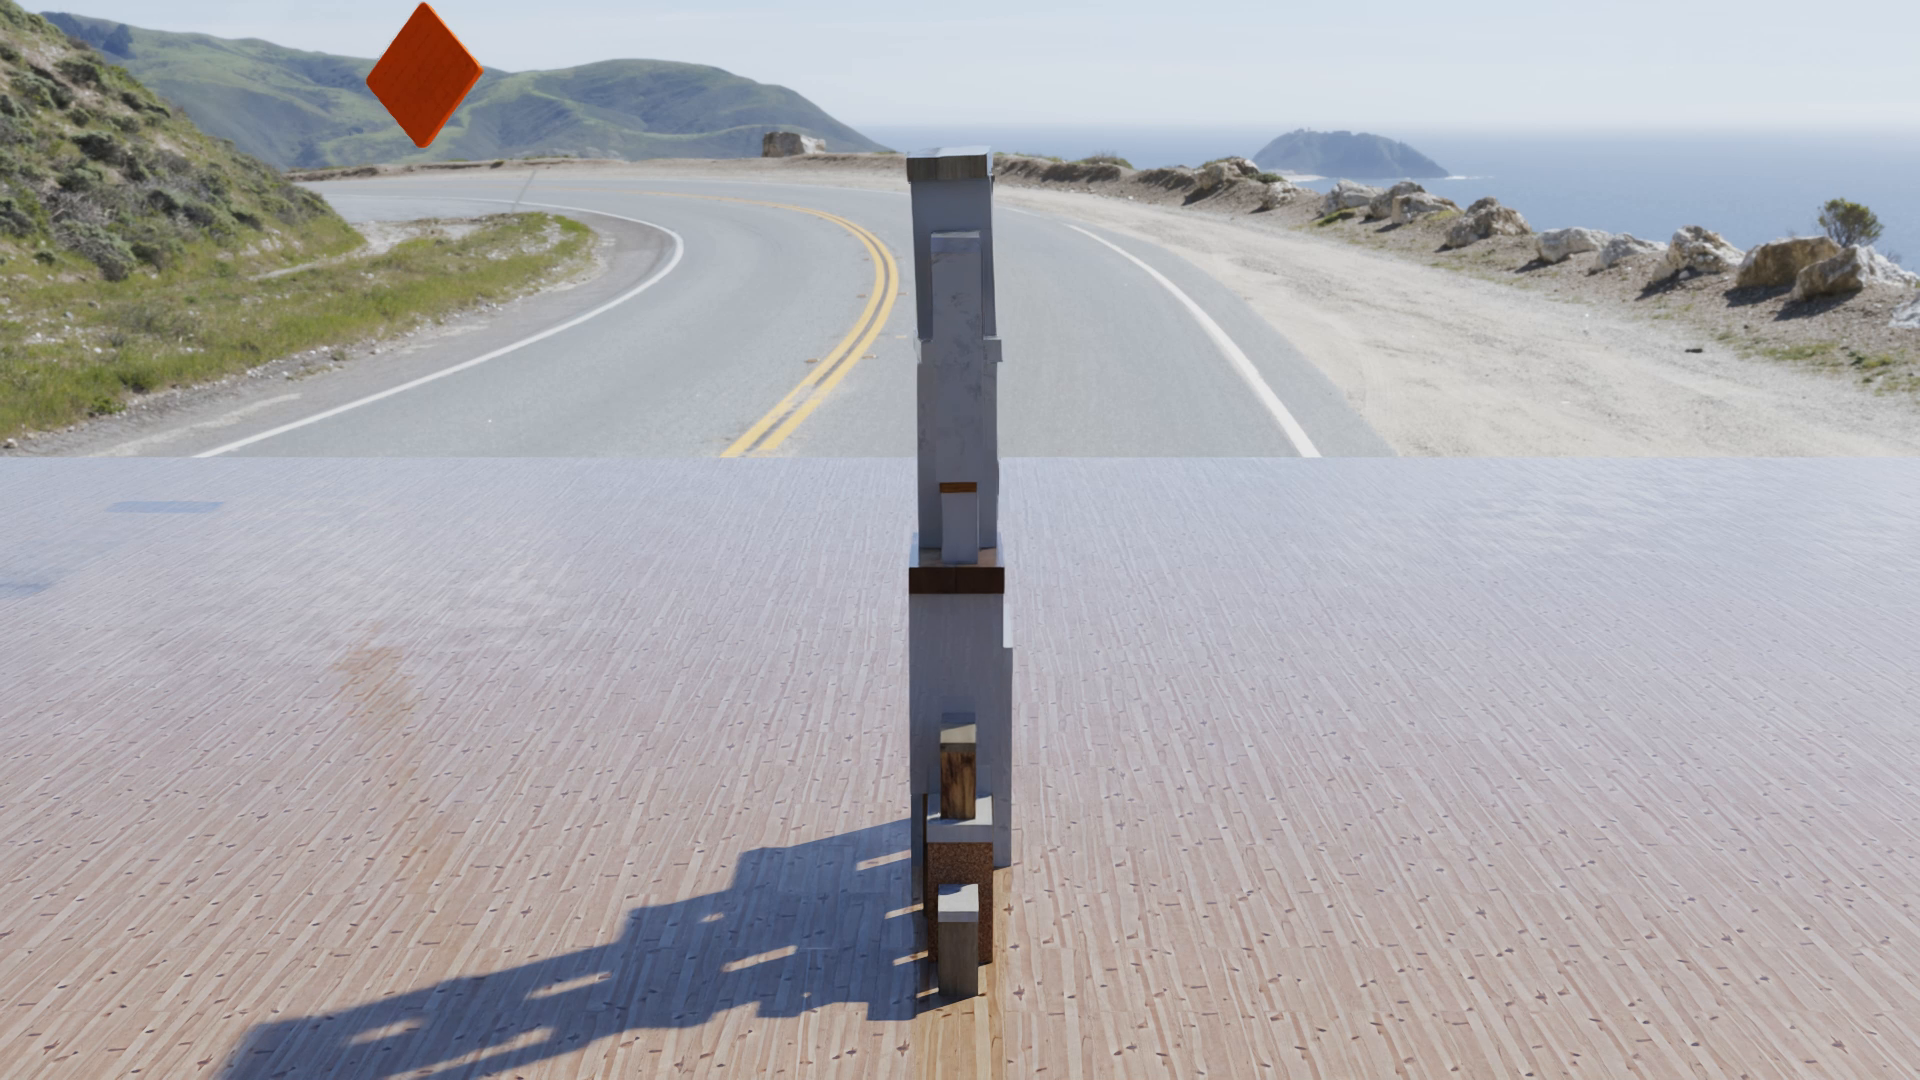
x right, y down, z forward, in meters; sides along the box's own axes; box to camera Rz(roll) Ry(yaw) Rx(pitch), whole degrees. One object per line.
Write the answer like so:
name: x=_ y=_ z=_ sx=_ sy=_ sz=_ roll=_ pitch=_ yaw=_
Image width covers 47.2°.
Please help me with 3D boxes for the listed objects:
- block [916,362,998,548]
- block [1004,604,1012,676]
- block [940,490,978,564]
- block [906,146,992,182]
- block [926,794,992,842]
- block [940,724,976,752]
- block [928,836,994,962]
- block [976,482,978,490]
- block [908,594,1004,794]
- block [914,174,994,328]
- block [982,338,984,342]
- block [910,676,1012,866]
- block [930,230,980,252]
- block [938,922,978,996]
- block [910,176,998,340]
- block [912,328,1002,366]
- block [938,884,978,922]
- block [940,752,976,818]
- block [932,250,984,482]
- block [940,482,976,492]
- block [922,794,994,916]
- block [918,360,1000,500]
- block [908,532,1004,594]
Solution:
block: x=-0.004 y=-0.136 z=3.508 sx=0.126 sy=0.296 sz=0.036 roll=0 pitch=11 yaw=0
block: x=0.002 y=0.173 z=3.876 sx=0.174 sy=0.049 sz=0.347 roll=0 pitch=11 yaw=0
block: x=0.000 y=-0.021 z=3.389 sx=0.056 sy=0.112 sz=0.016 roll=0 pitch=10 yaw=3
block: x=-0.014 y=-0.604 z=3.521 sx=0.124 sy=0.035 sz=0.248 roll=-2 pitch=13 yaw=3
block: x=-0.001 y=0.424 z=3.404 sx=0.099 sy=0.028 sz=0.198 roll=0 pitch=10 yaw=0
block: x=-0.003 y=0.302 z=3.353 sx=0.054 sy=0.015 sz=0.107 roll=0 pitch=11 yaw=0
block: x=0.001 y=0.547 z=3.360 sx=0.099 sy=0.198 sz=0.028 roll=0 pitch=11 yaw=0
block: x=0.000 y=-0.034 z=3.461 sx=0.056 sy=0.112 sz=0.016 roll=0 pitch=11 yaw=0
block: x=-0.006 y=0.234 z=3.450 sx=0.147 sy=0.327 sz=0.042 roll=0 pitch=10 yaw=0
block: x=-0.010 y=-0.477 z=3.620 sx=0.124 sy=0.248 sz=0.035 roll=-1 pitch=13 yaw=-8
block: x=-0.004 y=-0.380 z=3.402 sx=0.074 sy=0.148 sz=0.021 roll=-2 pitch=17 yaw=0
block: x=0.002 y=0.389 z=3.798 sx=0.174 sy=0.347 sz=0.049 roll=0 pitch=11 yaw=0
block: x=-0.006 y=-0.453 z=3.334 sx=0.074 sy=0.021 sz=0.148 roll=-1 pitch=12 yaw=1
block: x=-0.002 y=0.611 z=3.233 sx=0.059 sy=0.118 sz=0.017 roll=0 pitch=11 yaw=0
block: x=-0.008 y=-0.444 z=3.462 sx=0.124 sy=0.248 sz=0.035 roll=-2 pitch=9 yaw=5
block: x=-0.006 y=-0.317 z=3.558 sx=0.126 sy=0.036 sz=0.252 roll=-3 pitch=11 yaw=-4
block: x=-0.002 y=0.538 z=3.259 sx=0.059 sy=0.017 sz=0.118 roll=0 pitch=11 yaw=0
block: x=-0.003 y=0.368 z=3.329 sx=0.054 sy=0.107 sz=0.015 roll=0 pitch=10 yaw=0
block: x=-0.003 y=-0.261 z=3.328 sx=0.074 sy=0.351 sz=0.021 roll=0 pitch=13 yaw=1
block: x=-0.002 y=-0.093 z=3.415 sx=0.056 sy=0.016 sz=0.112 roll=-1 pitch=13 yaw=1
block: x=-0.003 y=0.495 z=3.561 sx=0.113 sy=0.227 sz=0.032 roll=0 pitch=11 yaw=0
block: x=-0.002 y=-0.193 z=3.677 sx=0.126 sy=0.252 sz=0.036 roll=-3 pitch=14 yaw=-4
block: x=-0.005 y=0.035 z=3.513 sx=0.147 sy=0.042 sz=0.294 roll=0 pitch=11 yaw=0
